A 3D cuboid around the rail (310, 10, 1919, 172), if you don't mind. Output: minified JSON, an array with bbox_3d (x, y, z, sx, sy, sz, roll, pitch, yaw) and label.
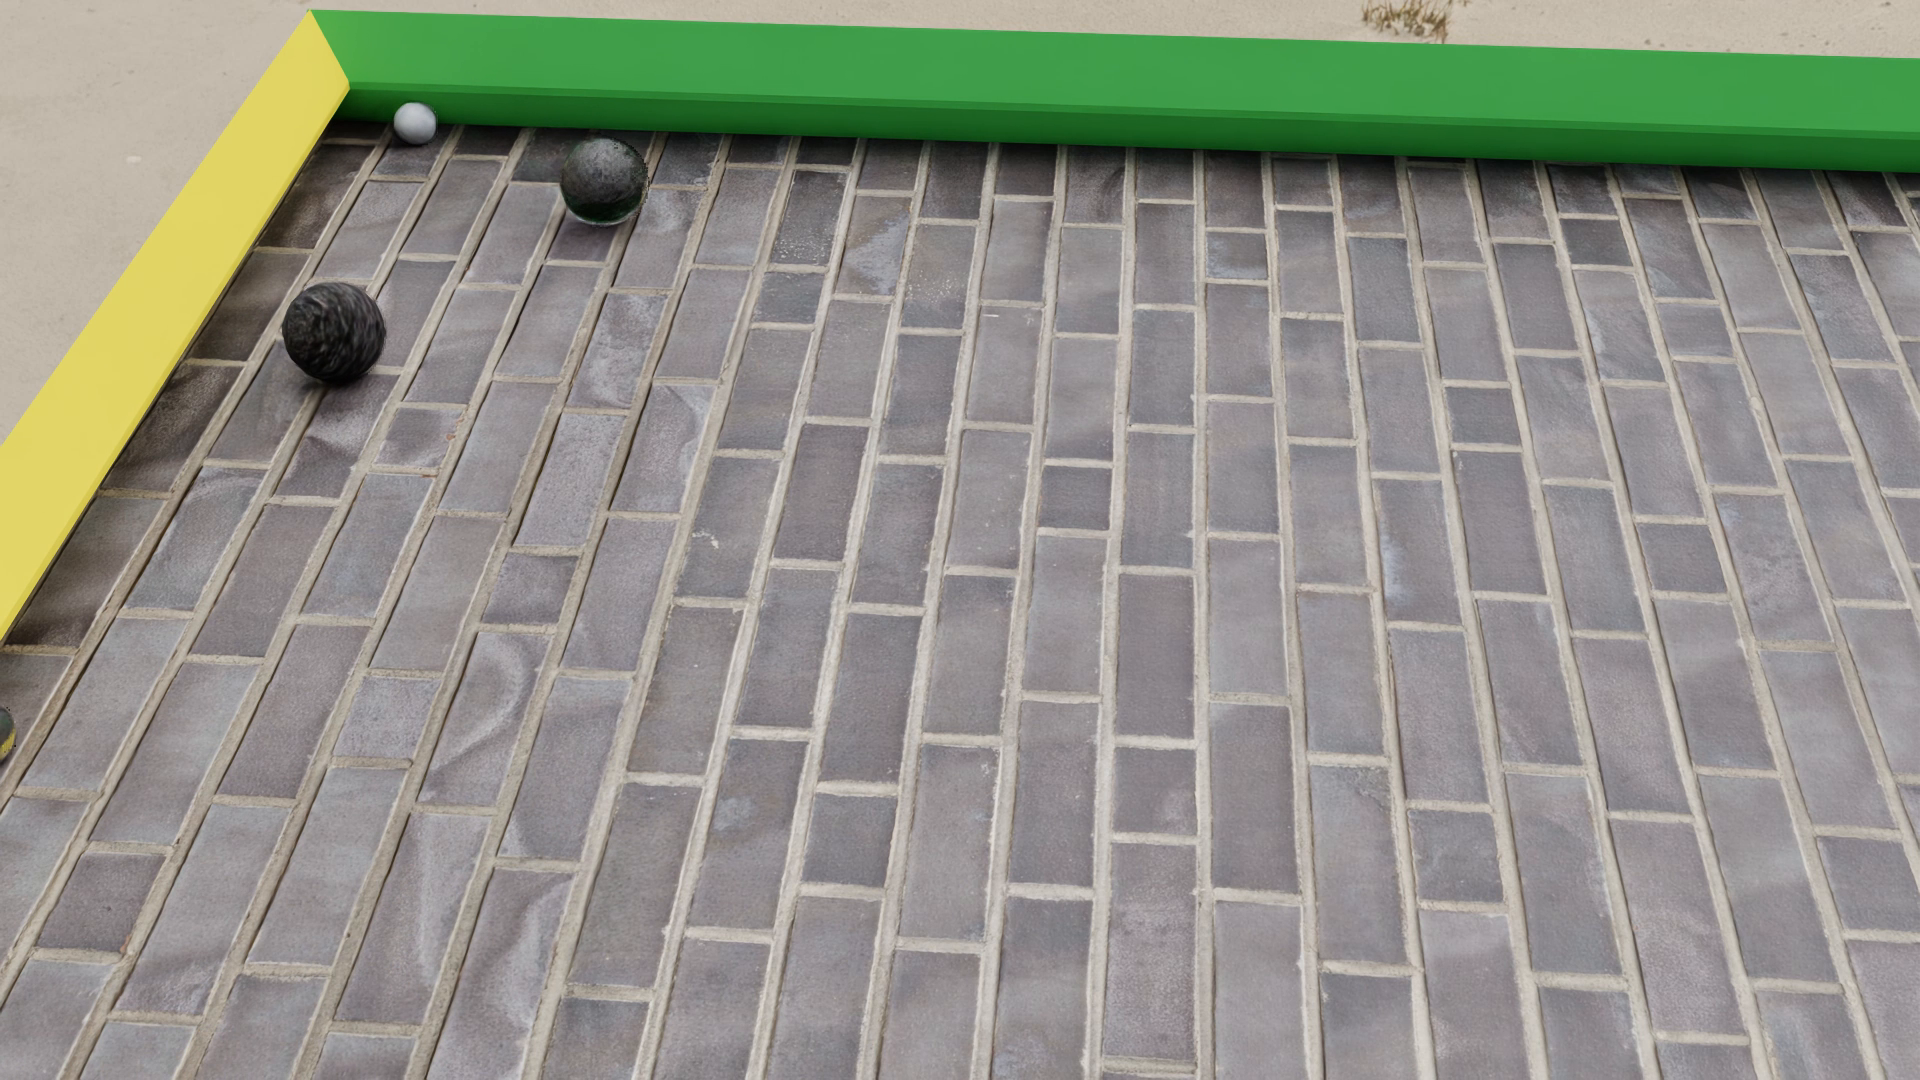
[{"bbox_3d":[0.749,-0.400,2.446,2.790,0.117,0.045,2,35,4],"label":"rail"}]

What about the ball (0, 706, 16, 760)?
[{"bbox_3d":[-0.667,0.132,1.746,0.045,0.045,0.045,0,35,0],"label":"ball"}]

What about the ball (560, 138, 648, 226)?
[{"bbox_3d":[-0.331,-0.332,2.381,0.081,0.081,0.081,0,35,0],"label":"ball"}]

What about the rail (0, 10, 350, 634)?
[{"bbox_3d":[-0.672,-0.049,1.942,0.045,0.117,1.485,2,35,4],"label":"rail"}]

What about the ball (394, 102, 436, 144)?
[{"bbox_3d":[-0.537,-0.411,2.529,0.042,0.042,0.042,0,35,0],"label":"ball"}]

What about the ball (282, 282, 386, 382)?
[{"bbox_3d":[-0.525,-0.175,2.152,0.084,0.084,0.084,0,35,0],"label":"ball"}]
